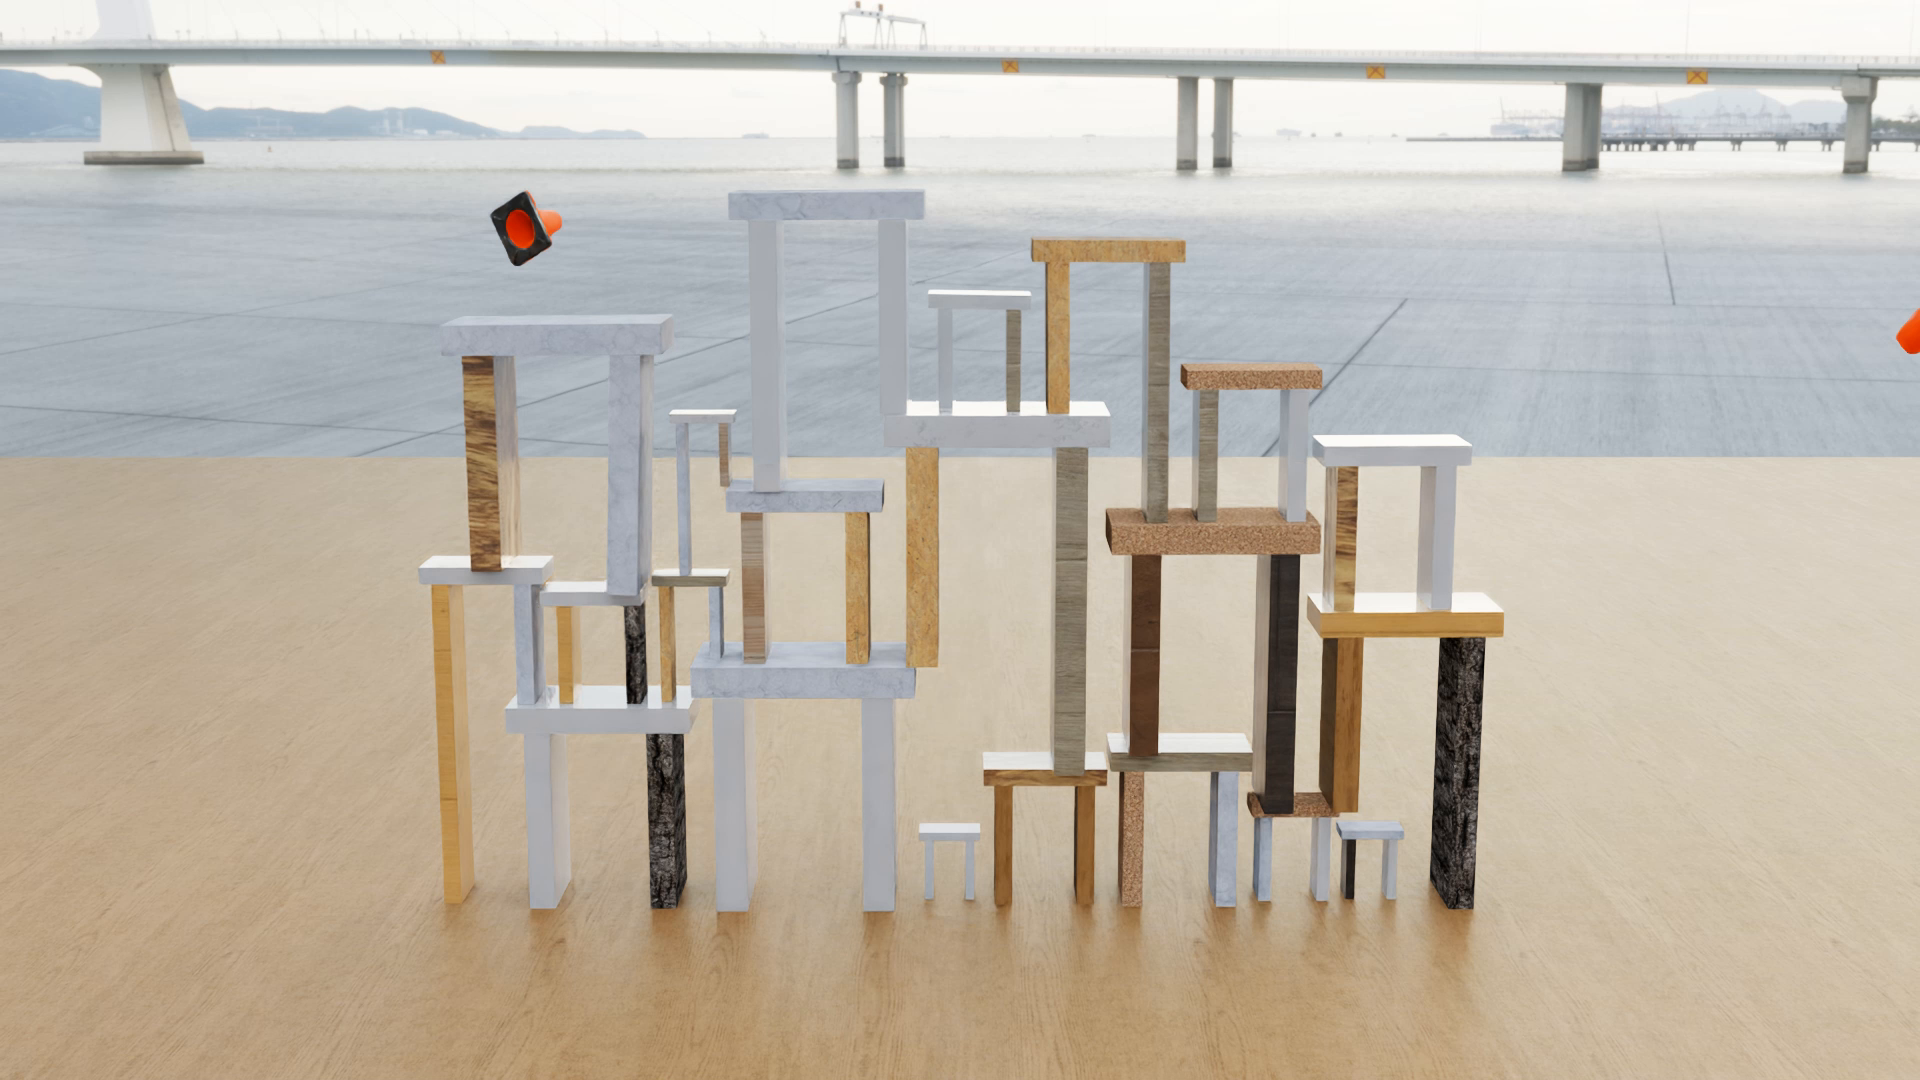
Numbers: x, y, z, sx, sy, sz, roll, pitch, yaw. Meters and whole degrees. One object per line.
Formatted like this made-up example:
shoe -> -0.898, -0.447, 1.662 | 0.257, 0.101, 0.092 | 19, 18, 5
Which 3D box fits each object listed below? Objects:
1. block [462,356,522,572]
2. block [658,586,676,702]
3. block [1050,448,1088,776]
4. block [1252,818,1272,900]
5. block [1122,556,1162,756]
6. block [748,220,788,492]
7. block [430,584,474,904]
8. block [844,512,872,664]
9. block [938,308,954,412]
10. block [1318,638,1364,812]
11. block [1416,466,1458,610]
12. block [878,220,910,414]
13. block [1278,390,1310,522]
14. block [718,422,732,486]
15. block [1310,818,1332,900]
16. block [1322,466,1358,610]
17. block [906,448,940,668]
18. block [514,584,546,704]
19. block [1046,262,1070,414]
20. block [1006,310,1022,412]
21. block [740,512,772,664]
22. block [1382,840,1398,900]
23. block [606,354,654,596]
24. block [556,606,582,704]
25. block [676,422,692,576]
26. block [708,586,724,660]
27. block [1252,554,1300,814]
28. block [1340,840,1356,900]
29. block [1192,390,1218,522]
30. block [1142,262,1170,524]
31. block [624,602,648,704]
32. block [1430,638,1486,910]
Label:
block -> -0.751, -0.134, 3.539 | 0.048, 0.342, 0.171 | 0, 11, 0
block -> -0.477, 0.164, 3.587 | 0.017, 0.191, 0.060 | 0, 11, 0
block -> 0.177, 0.101, 3.581 | 0.050, 0.533, 0.177 | 0, 11, 0
block -> 0.503, 0.519, 3.657 | 0.020, 0.144, 0.072 | 0, 11, 0
block -> 0.296, 0.170, 3.591 | 0.047, 0.330, 0.165 | 0, 11, 0
block -> -0.305, -0.297, 3.501 | 0.043, 0.423, 0.150 | 0, 10, 0
block -> -0.834, 0.326, 3.622 | 0.028, 0.536, 0.099 | 0, 11, 0
block -> -0.165, 0.067, 3.570 | 0.035, 0.248, 0.124 | 0, 11, 0
block -> -0.023, -0.290, 3.504 | 0.023, 0.161, 0.081 | 0, 11, 0
block -> 0.625, 0.285, 3.610 | 0.041, 0.292, 0.146 | 0, 10, 0
block -> 0.770, -0.013, 3.553 | 0.033, 0.233, 0.117 | 0, 11, 0
block -> -0.104, -0.359, 3.488 | 0.043, 0.301, 0.150 | 0, 11, 0
block -> 0.534, -0.143, 3.529 | 0.030, 0.212, 0.106 | 0, 11, 0
block -> -0.377, -0.141, 3.534 | 0.015, 0.103, 0.051 | 0, 10, 0
block -> 0.599, 0.519, 3.657 | 0.020, 0.144, 0.072 | 0, 11, 0
block -> 0.614, -0.012, 3.554 | 0.033, 0.233, 0.117 | 0, 11, 0
block -> -0.059, 0.013, 3.565 | 0.050, 0.355, 0.177 | 0, 11, 0
block -> -0.702, 0.160, 3.591 | 0.028, 0.198, 0.099 | 0, 11, 0
block -> 0.155, -0.326, 3.495 | 0.034, 0.237, 0.118 | -1, 11, 0
block -> 0.085, -0.289, 3.504 | 0.023, 0.161, 0.081 | 0, 10, 0
block -> -0.330, 0.067, 3.570 | 0.035, 0.247, 0.124 | 0, 11, 0
block -> 0.715, 0.539, 3.659 | 0.015, 0.104, 0.052 | 0, 11, 0
block -> -0.531, -0.115, 3.544 | 0.048, 0.382, 0.171 | 2, 10, -1
block -> -0.637, 0.178, 3.588 | 0.023, 0.163, 0.081 | 0, 11, 0
block -> -0.445, -0.069, 3.547 | 0.015, 0.247, 0.051 | 0, 11, 0
block -> -0.396, 0.129, 3.581 | 0.017, 0.121, 0.060 | 0, 11, 0
block -> 0.516, 0.218, 3.600 | 0.047, 0.428, 0.165 | 0, 11, 0
block -> 0.646, 0.539, 3.659 | 0.015, 0.103, 0.052 | 0, 11, 0
block -> 0.393, -0.142, 3.529 | 0.030, 0.212, 0.106 | 0, 11, 0
block -> 0.312, -0.239, 3.511 | 0.034, 0.411, 0.118 | 0, 11, 0
block -> -0.529, 0.178, 3.588 | 0.023, 0.163, 0.081 | 0, 11, -1
block -> 0.819, 0.366, 3.626 | 0.041, 0.456, 0.146 | 0, 11, 0
